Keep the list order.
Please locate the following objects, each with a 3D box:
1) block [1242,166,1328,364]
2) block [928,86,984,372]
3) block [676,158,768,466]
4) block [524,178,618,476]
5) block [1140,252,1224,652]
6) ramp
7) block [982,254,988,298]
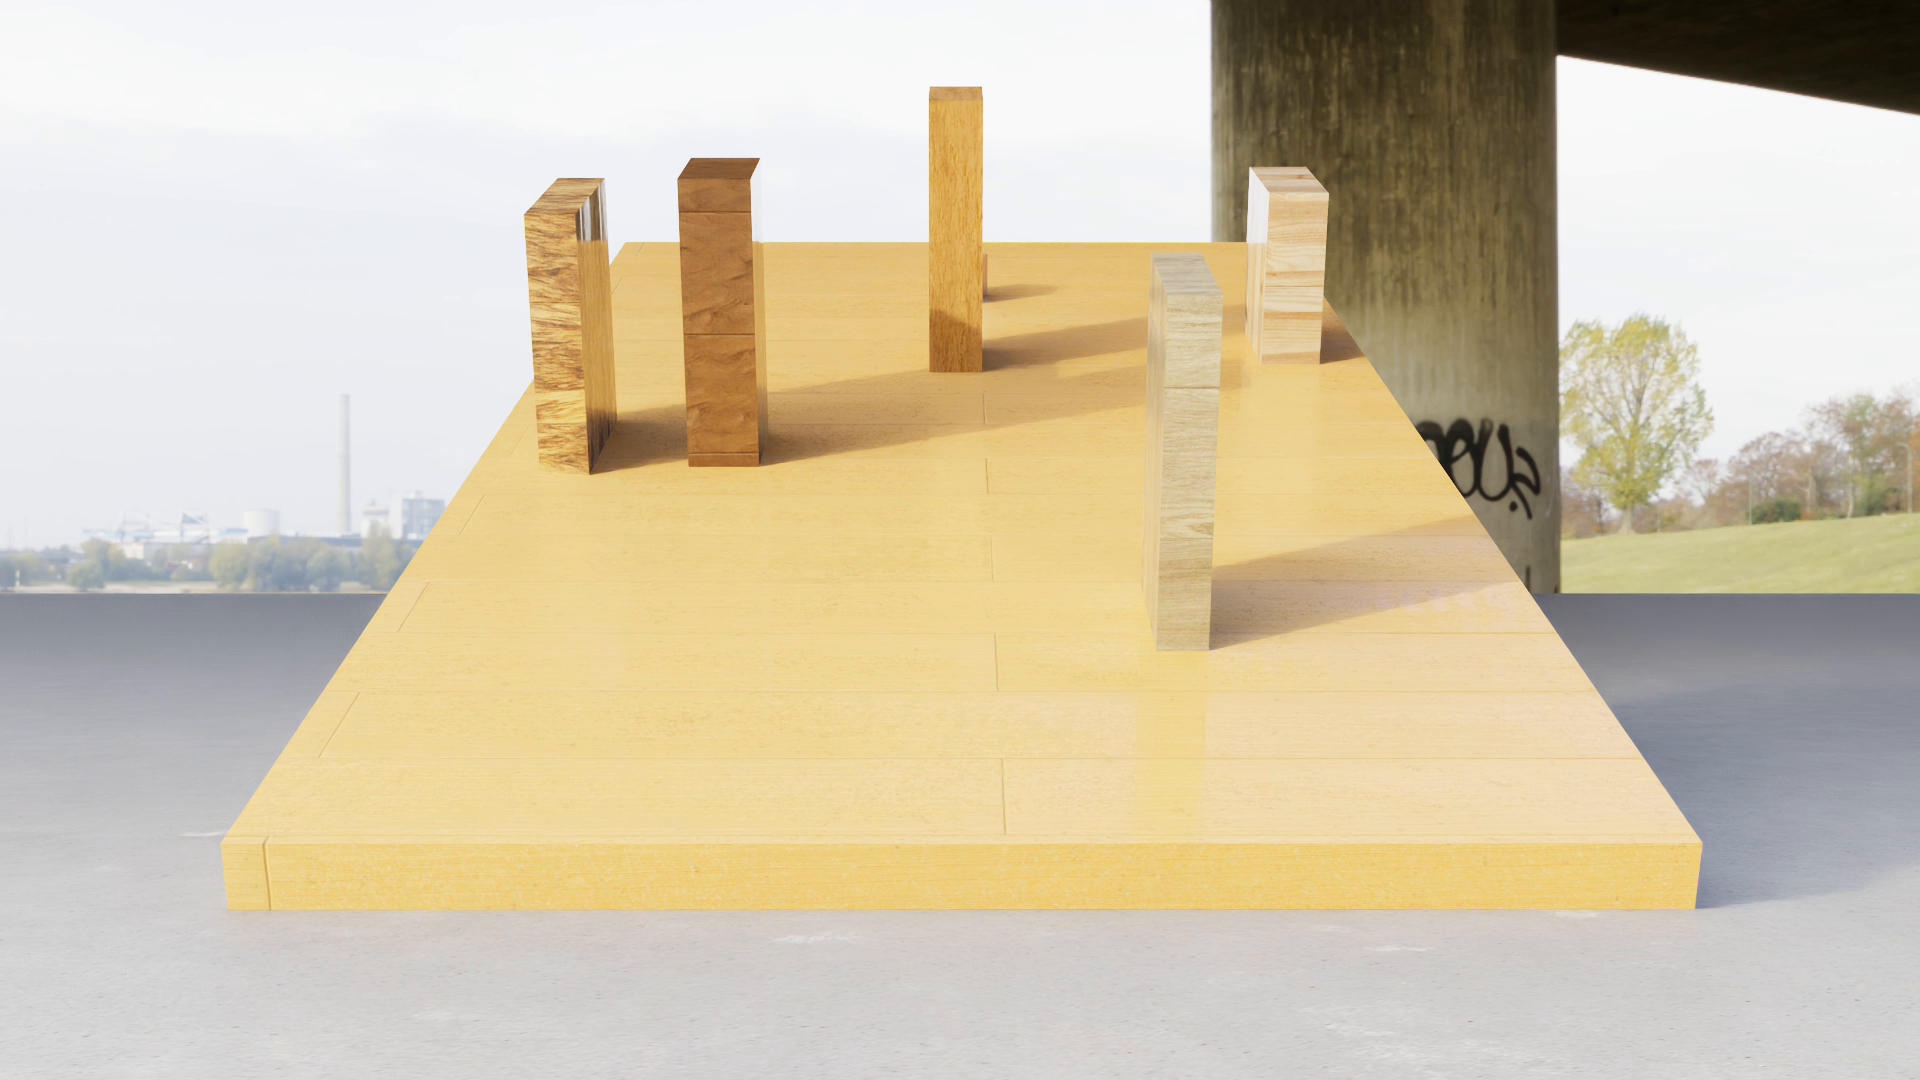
[{"bbox_3d":[0.798,-0.680,5.550,0.141,0.416,0.363,0,19,0],"label":"block"},{"bbox_3d":[-0.010,-0.743,5.381,0.126,0.642,0.243,0,19,0],"label":"block"},{"bbox_3d":[-0.488,-0.474,4.676,0.146,0.596,0.255,0,19,0],"label":"block"},{"bbox_3d":[-0.807,-0.452,4.703,0.101,0.537,0.408,0,19,0],"label":"block"},{"bbox_3d":[0.365,-0.152,3.753,0.086,0.595,0.325,0,19,0],"label":"block"},{"bbox_3d":[-0.004,-0.199,4.946,2.000,0.100,4.000,0,19,0],"label":"ramp"},{"bbox_3d":[0.005,-0.708,6.090,0.113,0.113,0.113,5,20,15],"label":"block"}]
